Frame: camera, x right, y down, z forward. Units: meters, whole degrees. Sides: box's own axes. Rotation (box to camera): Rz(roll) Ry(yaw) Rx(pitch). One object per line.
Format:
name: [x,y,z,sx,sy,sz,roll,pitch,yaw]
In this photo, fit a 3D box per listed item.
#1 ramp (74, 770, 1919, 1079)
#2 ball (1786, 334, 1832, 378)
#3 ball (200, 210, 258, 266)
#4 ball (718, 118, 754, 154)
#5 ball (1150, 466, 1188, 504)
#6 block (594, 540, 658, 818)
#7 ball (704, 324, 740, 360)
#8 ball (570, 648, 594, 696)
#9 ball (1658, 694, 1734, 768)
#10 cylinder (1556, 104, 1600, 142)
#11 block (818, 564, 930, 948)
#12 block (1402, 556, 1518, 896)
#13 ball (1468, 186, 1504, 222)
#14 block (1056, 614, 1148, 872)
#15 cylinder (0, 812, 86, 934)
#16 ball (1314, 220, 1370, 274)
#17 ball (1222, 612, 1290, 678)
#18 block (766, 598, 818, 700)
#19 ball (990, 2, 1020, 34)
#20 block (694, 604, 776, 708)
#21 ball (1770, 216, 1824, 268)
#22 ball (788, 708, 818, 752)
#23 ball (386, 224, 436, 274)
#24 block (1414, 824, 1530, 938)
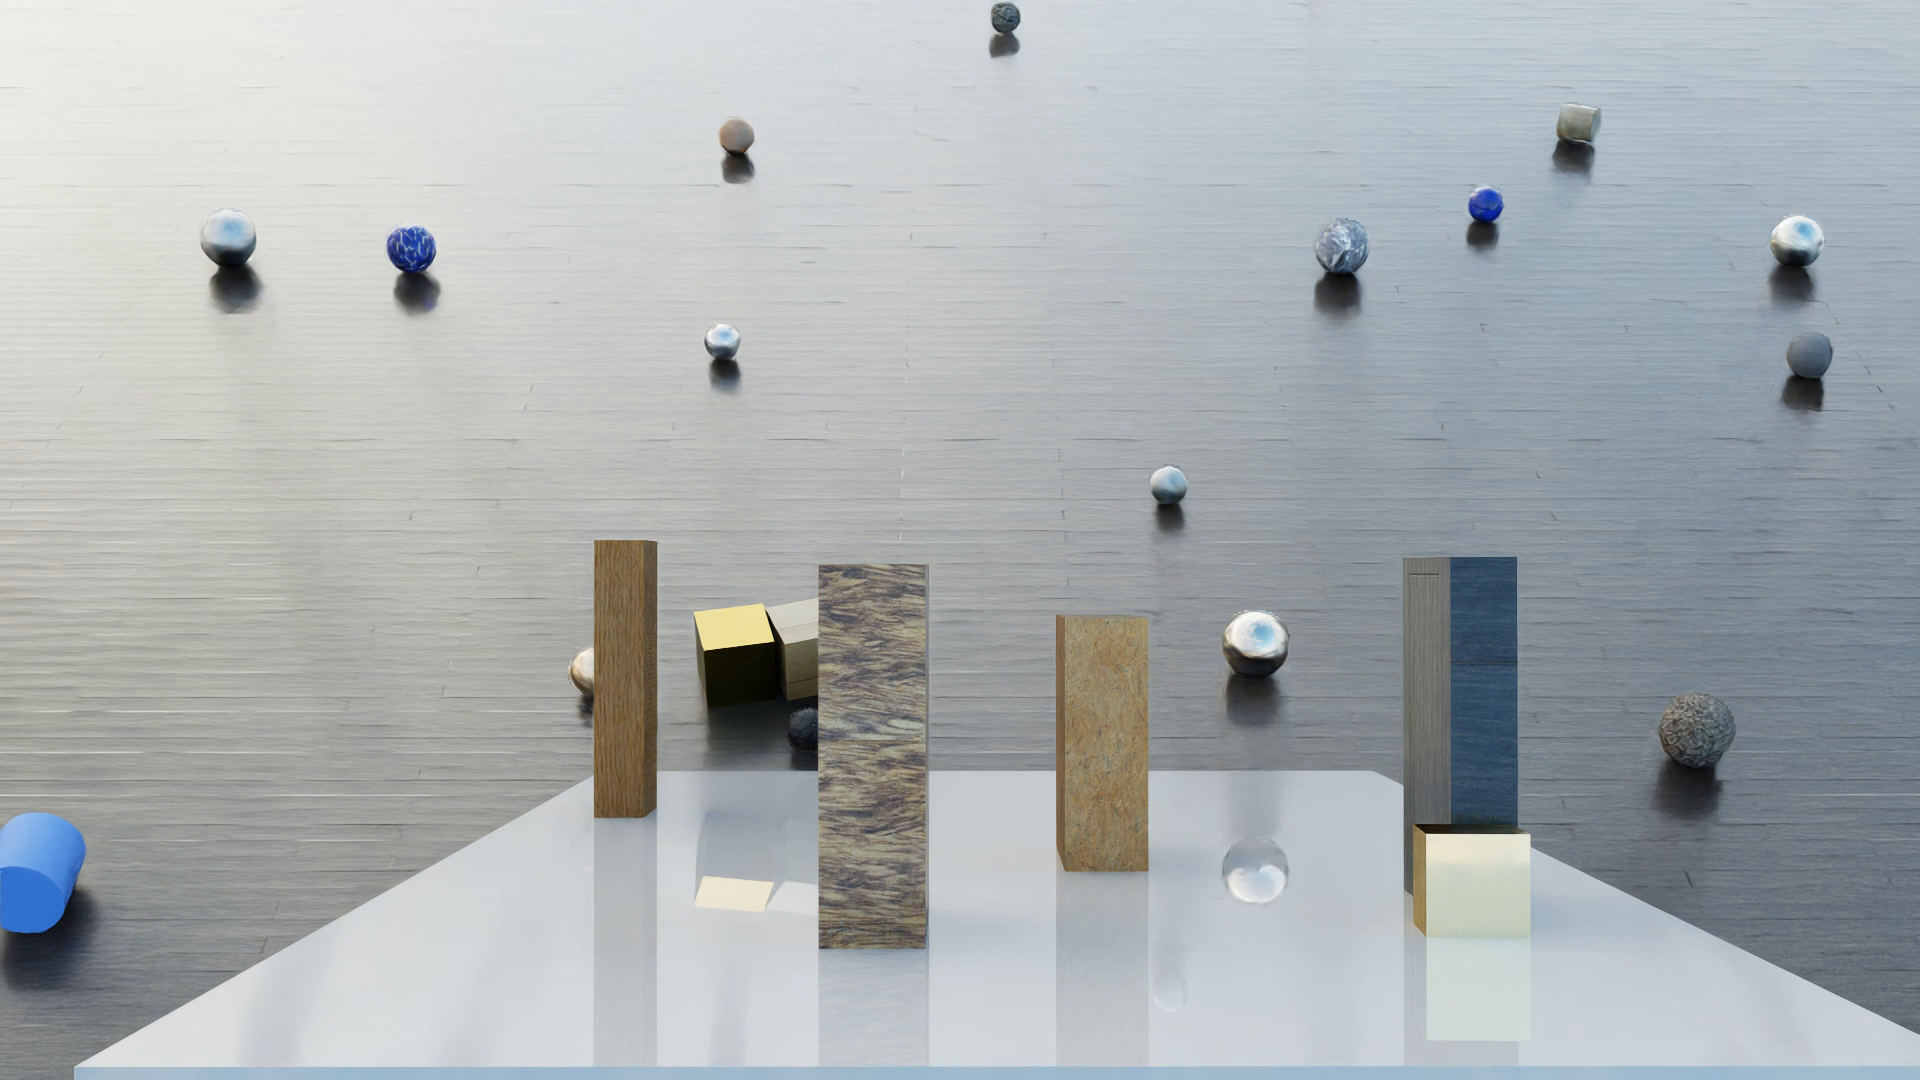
ramp: [0.071,0.625,4.714,2.000,0.100,4.000,0,-1,0]
ball: [2.850,-0.619,8.692,0.149,0.149,0.149,0,32,0]
ball: [-2.655,-1.094,9.404,0.204,0.204,0.204,0,32,0]
ball: [-0.888,-1.604,10.284,0.142,0.142,0.142,0,32,0]
ball: [0.644,-0.168,7.996,0.117,0.117,0.117,0,32,0]
block: [-0.717,0.293,5.569,0.105,0.584,0.240,0,-1,0]
ball: [-0.807,-0.672,8.800,0.124,0.124,0.124,0,32,0]
ball: [-1.004,0.363,7.127,0.131,0.131,0.131,0,32,0]
ball: [1.944,0.504,6.844,0.191,0.191,0.191,0,32,0]
cylinder: [2.480,-1.672,10.386,0.135,0.135,0.135,15,35,27]
block: [-0.121,0.300,3.779,0.147,0.529,0.438,0,-1,0]
block: [0.772,0.297,4.019,0.099,0.539,0.408,0,-1,0]
ball: [1.975,-1.260,9.738,0.134,0.134,0.134,0,32,0]
block: [0.253,0.356,4.679,0.144,0.437,0.409,0,-1,0]
cylinder: [-2.267,0.812,6.332,0.208,0.208,0.208,-1,32,-2]
ball: [1.379,-1.055,9.349,0.195,0.195,0.195,0,32,0]
ball: [0.820,0.292,7.192,0.186,0.186,0.186,0,32,0]
block: [-0.418,0.299,7.177,0.189,0.189,0.189,-11,34,-17]
ball: [0.198,-2.302,11.411,0.138,0.138,0.138,0,32,0]
block: [-0.619,0.319,7.141,0.192,0.192,0.192,-7,33,-11]
ball: [3.037,-1.081,9.400,0.186,0.186,0.186,0,32,0]
ball: [-0.401,0.508,6.910,0.115,0.115,0.115,0,32,0]
ball: [-1.983,-1.054,9.363,0.179,0.179,0.179,0,32,0]
block: [0.737,0.490,3.739,0.146,0.146,0.146,0,-1,3]
